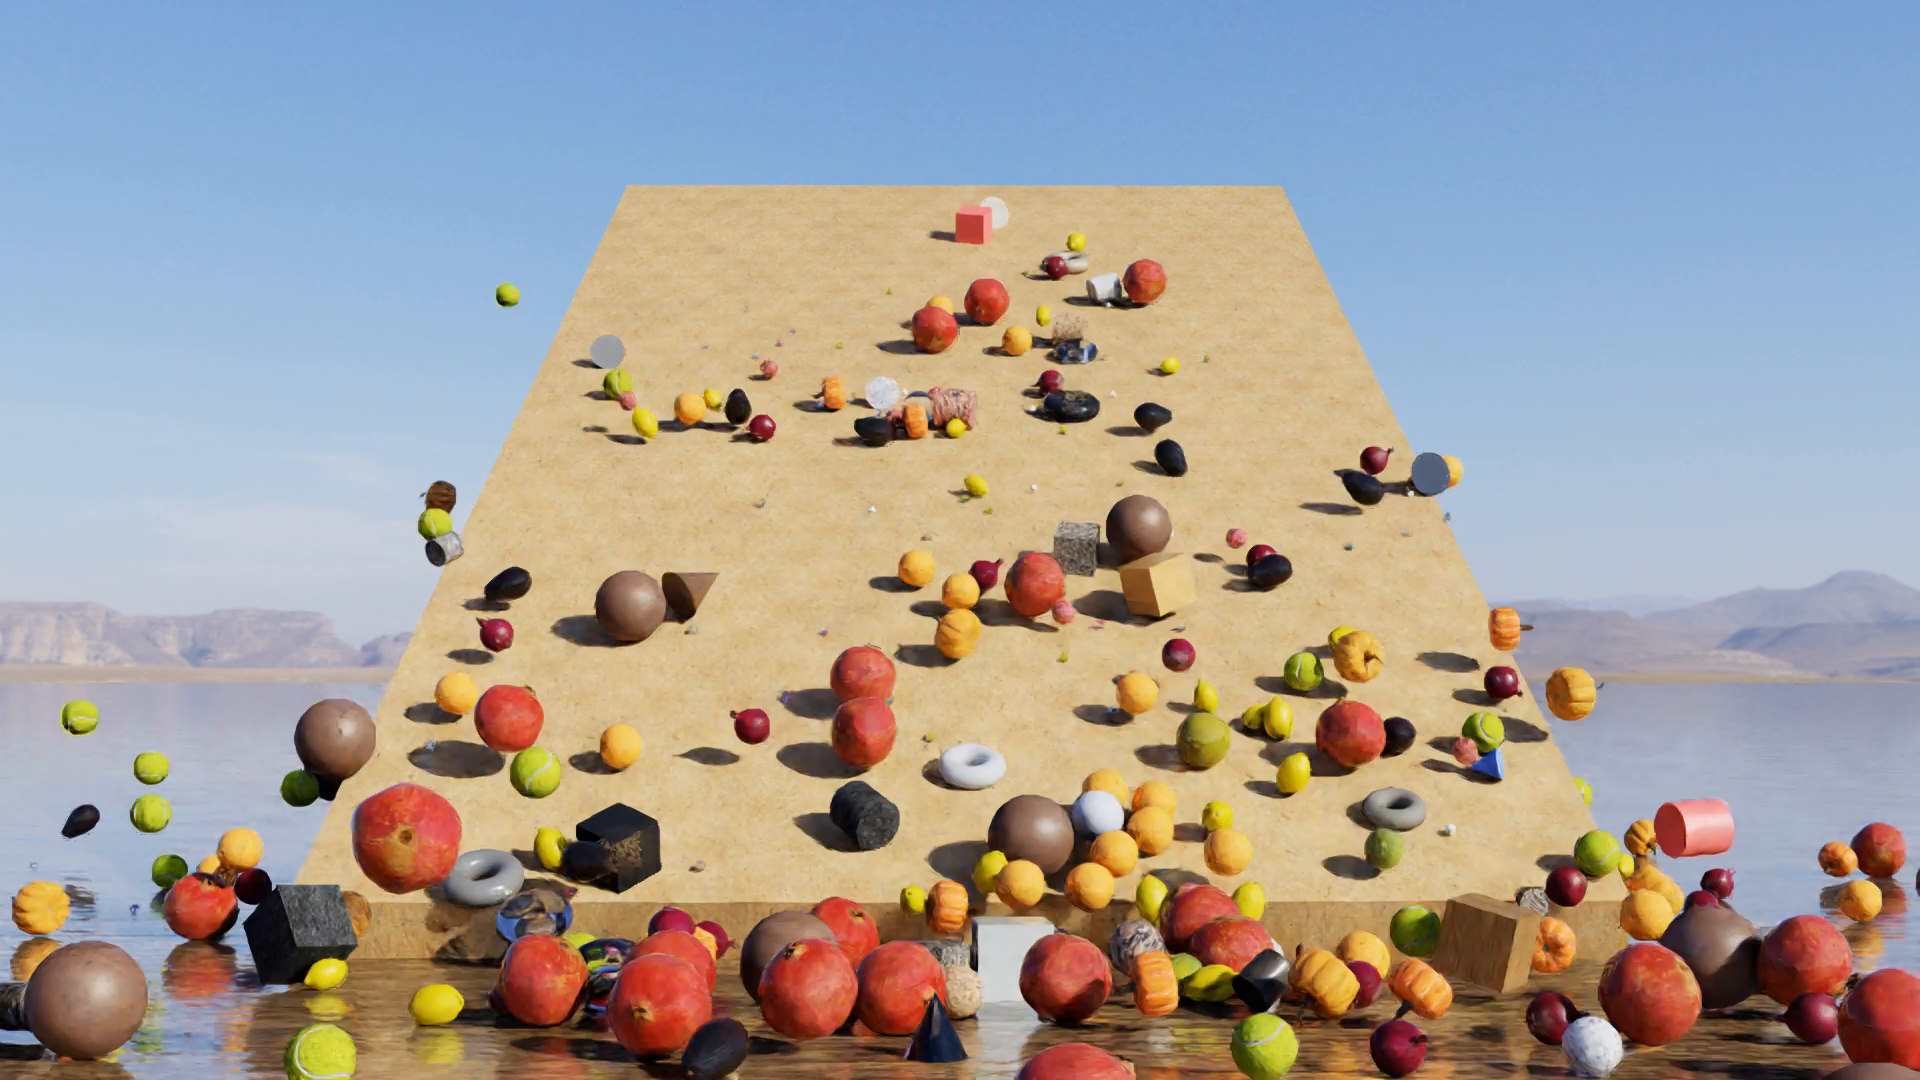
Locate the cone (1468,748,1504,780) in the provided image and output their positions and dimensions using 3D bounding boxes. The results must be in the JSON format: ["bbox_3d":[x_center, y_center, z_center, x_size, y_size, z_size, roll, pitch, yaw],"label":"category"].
[{"bbox_3d":[0.852,0.367,3.782,0.054,0.054,0.054,-11,-7,22],"label":"cone"}]

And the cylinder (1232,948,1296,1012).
[{"bbox_3d":[0.383,0.554,2.926,0.057,0.057,0.057,-37,16,-27],"label":"cylinder"}]

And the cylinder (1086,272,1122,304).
[{"bbox_3d":[0.374,-0.655,6.037,0.069,0.069,0.069,-18,1,-15],"label":"cylinder"}]

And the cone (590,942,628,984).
[{"bbox_3d":[-0.488,0.586,3.231,0.053,0.053,0.053,0,-3,0],"label":"cone"}]

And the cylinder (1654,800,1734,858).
[{"bbox_3d":[1.245,0.489,3.944,0.093,0.093,0.093,-3,-2,-18],"label":"cylinder"}]

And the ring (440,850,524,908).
[{"bbox_3d":[-0.712,0.505,3.465,0.126,0.042,0.126,0,25,0],"label":"ring"}]

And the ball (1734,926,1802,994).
[{"bbox_3d":[1.079,0.561,3.104,0.088,0.088,0.088,0,-3,0],"label":"ball"}]

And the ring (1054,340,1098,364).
[{"bbox_3d":[0.281,-0.458,5.651,0.108,0.036,0.108,0,24,0],"label":"ring"}]

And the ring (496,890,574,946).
[{"bbox_3d":[-0.619,0.548,3.379,0.112,0.037,0.112,0,26,0],"label":"ring"}]

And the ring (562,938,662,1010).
[{"bbox_3d":[-0.436,0.545,2.916,0.126,0.042,0.126,-4,-46,-4],"label":"ring"}]

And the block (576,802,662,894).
[{"bbox_3d":[-0.514,0.463,3.503,0.087,0.087,0.087,19,30,35],"label":"block"}]

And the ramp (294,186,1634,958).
[{"bbox_3d":[-0.008,-0.228,5.297,2.000,0.100,4.000,0,24,0],"label":"ramp"}]

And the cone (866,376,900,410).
[{"bbox_3d":[-0.176,-0.336,5.374,0.078,0.078,0.078,0,-3,2],"label":"cone"}]

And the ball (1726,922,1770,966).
[{"bbox_3d":[1.119,0.577,3.270,0.078,0.078,0.078,0,-3,0],"label":"ball"}]

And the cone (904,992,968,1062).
[{"bbox_3d":[-0.027,0.539,2.589,0.072,0.072,0.072,0,-3,0],"label":"cone"}]

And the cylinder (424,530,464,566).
[{"bbox_3d":[-1.008,0.017,4.550,0.054,0.054,0.054,-2,19,36],"label":"cylinder"}]

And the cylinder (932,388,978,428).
[{"bbox_3d":[-0.011,-0.296,5.222,0.085,0.085,0.085,5,-2,10],"label":"cylinder"}]

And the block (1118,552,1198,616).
[{"bbox_3d":[0.367,0.081,4.323,0.092,0.092,0.092,-21,12,-32],"label":"block"}]

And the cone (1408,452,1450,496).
[{"bbox_3d":[0.970,-0.134,4.912,0.093,0.093,0.093,1,-6,-19],"label":"cone"}]

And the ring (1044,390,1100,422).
[{"bbox_3d":[0.255,-0.305,5.297,0.131,0.044,0.131,1,24,-1],"label":"ring"}]

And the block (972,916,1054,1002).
[{"bbox_3d":[0.069,0.554,3.080,0.099,0.099,0.099,0,-3,-5],"label":"block"}]

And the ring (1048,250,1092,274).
[{"bbox_3d":[0.297,-0.754,6.314,0.120,0.040,0.120,1,25,-1],"label":"ring"}]

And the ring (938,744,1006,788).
[{"bbox_3d":[0.019,0.368,3.784,0.112,0.037,0.112,1,25,-1],"label":"ring"}]

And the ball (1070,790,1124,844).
[{"bbox_3d":[0.210,0.424,3.558,0.082,0.082,0.082,0,-3,0],"label":"ball"}]

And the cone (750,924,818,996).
[{"bbox_3d":[-0.237,0.561,3.129,0.092,0.092,0.092,0,-3,0],"label":"cone"}]

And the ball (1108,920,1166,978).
[{"bbox_3d":[0.233,0.541,3.078,0.077,0.077,0.077,0,-3,0],"label":"ball"}]

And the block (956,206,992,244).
[{"bbox_3d":[0.039,-0.889,6.562,0.085,0.085,0.085,7,25,15],"label":"block"}]

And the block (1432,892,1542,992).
[{"bbox_3d":[0.684,0.521,3.016,0.096,0.096,0.096,14,5,32],"label":"block"}]

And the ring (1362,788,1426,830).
[{"bbox_3d":[0.684,0.424,3.664,0.101,0.034,0.101,-1,24,1],"label":"ring"}]

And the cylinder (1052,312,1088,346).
[{"bbox_3d":[0.271,-0.517,5.724,0.082,0.082,0.082,3,-3,10],"label":"cylinder"}]

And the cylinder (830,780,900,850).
[{"bbox_3d":[-0.147,0.425,3.598,0.080,0.080,0.080,2,25,-31],"label":"cylinder"}]

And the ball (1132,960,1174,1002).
[{"bbox_3d":[0.246,0.564,2.972,0.054,0.054,0.054,0,-3,0],"label":"ball"}]

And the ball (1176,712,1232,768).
[{"bbox_3d":[0.399,0.327,3.811,0.091,0.091,0.091,0,-3,0],"label":"ball"}]

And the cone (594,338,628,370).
[{"bbox_3d":[-0.856,-0.449,5.623,0.083,0.083,0.083,1,10,-22],"label":"cone"}]

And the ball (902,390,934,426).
[{"bbox_3d":[-0.092,-0.297,5.233,0.078,0.078,0.078,0,-3,0],"label":"ball"}]

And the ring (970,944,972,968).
[{"bbox_3d":[0.008,0.587,3.196,0.148,0.049,0.148,-1,-2,0],"label":"ring"}]

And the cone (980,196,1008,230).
[{"bbox_3d":[0.077,-0.933,6.711,0.097,0.097,0.097,1,-6,-24],"label":"cone"}]

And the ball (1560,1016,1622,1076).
[{"bbox_3d":[0.669,0.536,2.462,0.063,0.063,0.063,0,-3,0],"label":"ball"}]

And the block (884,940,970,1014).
[{"bbox_3d":[-0.042,0.556,2.961,0.082,0.082,0.082,-2,-4,24],"label":"block"}]

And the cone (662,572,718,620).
[{"bbox_3d":[-0.487,0.083,4.331,0.098,0.098,0.098,-30,15,-34],"label":"cone"}]

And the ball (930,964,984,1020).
[{"bbox_3d":[-0.004,0.558,2.872,0.067,0.067,0.067,0,-3,0],"label":"ball"}]

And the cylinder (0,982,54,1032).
[{"bbox_3d":[-1.106,0.549,2.733,0.055,0.055,0.055,-3,-5,29],"label":"cylinder"}]

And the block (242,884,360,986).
[{"bbox_3d":[-0.898,0.537,3.167,0.097,0.097,0.097,8,-44,-48],"label":"block"}]

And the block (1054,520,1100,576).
[{"bbox_3d":[0.227,0.017,4.525,0.079,0.079,0.079,5,24,10],"label":"block"}]

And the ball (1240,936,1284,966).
[{"bbox_3d":[0.424,0.585,3.257,0.060,0.060,0.060,0,-3,0],"label":"ball"}]
